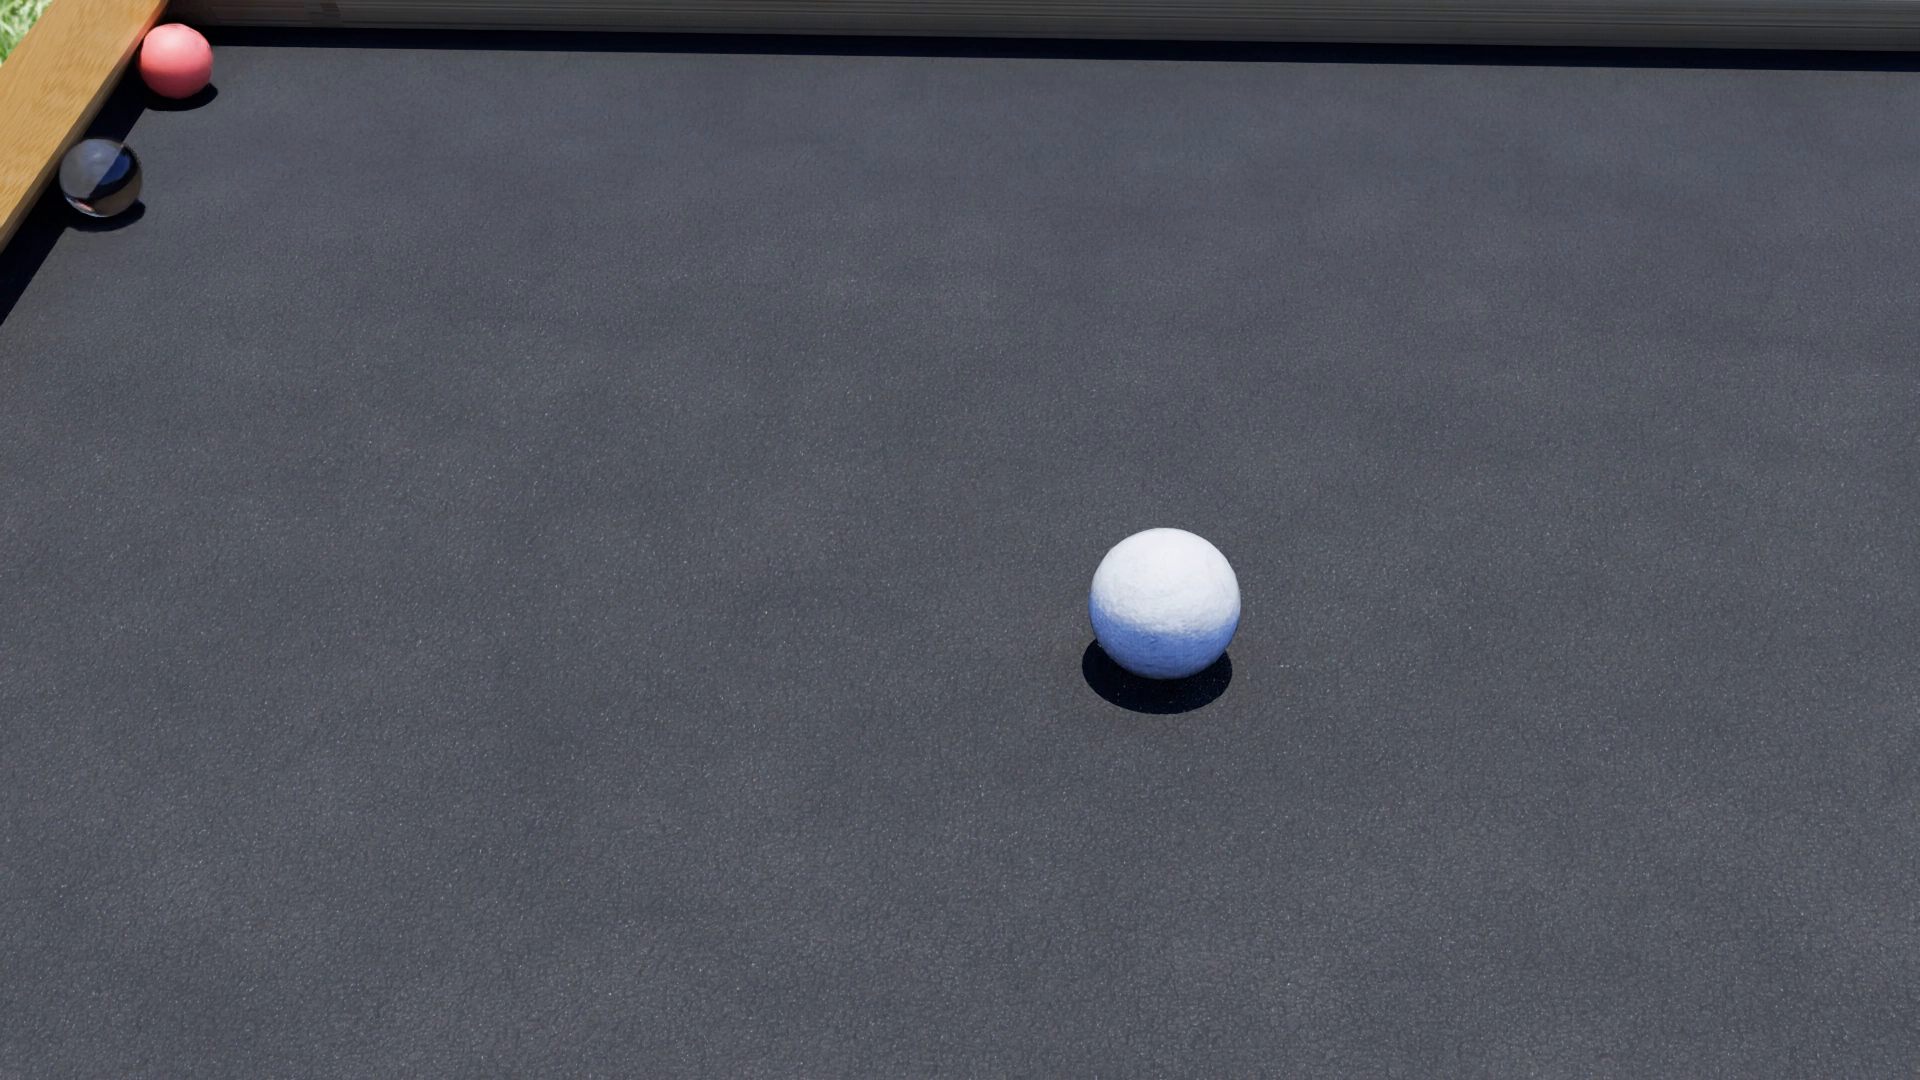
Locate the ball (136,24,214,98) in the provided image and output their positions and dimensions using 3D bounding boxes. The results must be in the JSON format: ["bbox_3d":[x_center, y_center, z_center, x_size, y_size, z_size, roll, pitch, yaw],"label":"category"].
[{"bbox_3d":[-0.728,-0.444,2.379,0.069,0.069,0.069,0,36,0],"label":"ball"}]

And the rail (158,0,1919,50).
[{"bbox_3d":[0.854,-0.515,2.425,3.293,0.130,0.045,1,36,2],"label":"rail"}]

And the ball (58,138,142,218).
[{"bbox_3d":[-0.735,-0.310,2.193,0.068,0.068,0.068,0,36,0],"label":"ball"}]

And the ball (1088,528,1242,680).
[{"bbox_3d":[0.133,0.042,1.672,0.100,0.100,0.100,0,36,0],"label":"ball"}]

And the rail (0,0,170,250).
[{"bbox_3d":[-0.799,-0.041,1.761,0.045,0.130,1.795,1,36,2],"label":"rail"}]
